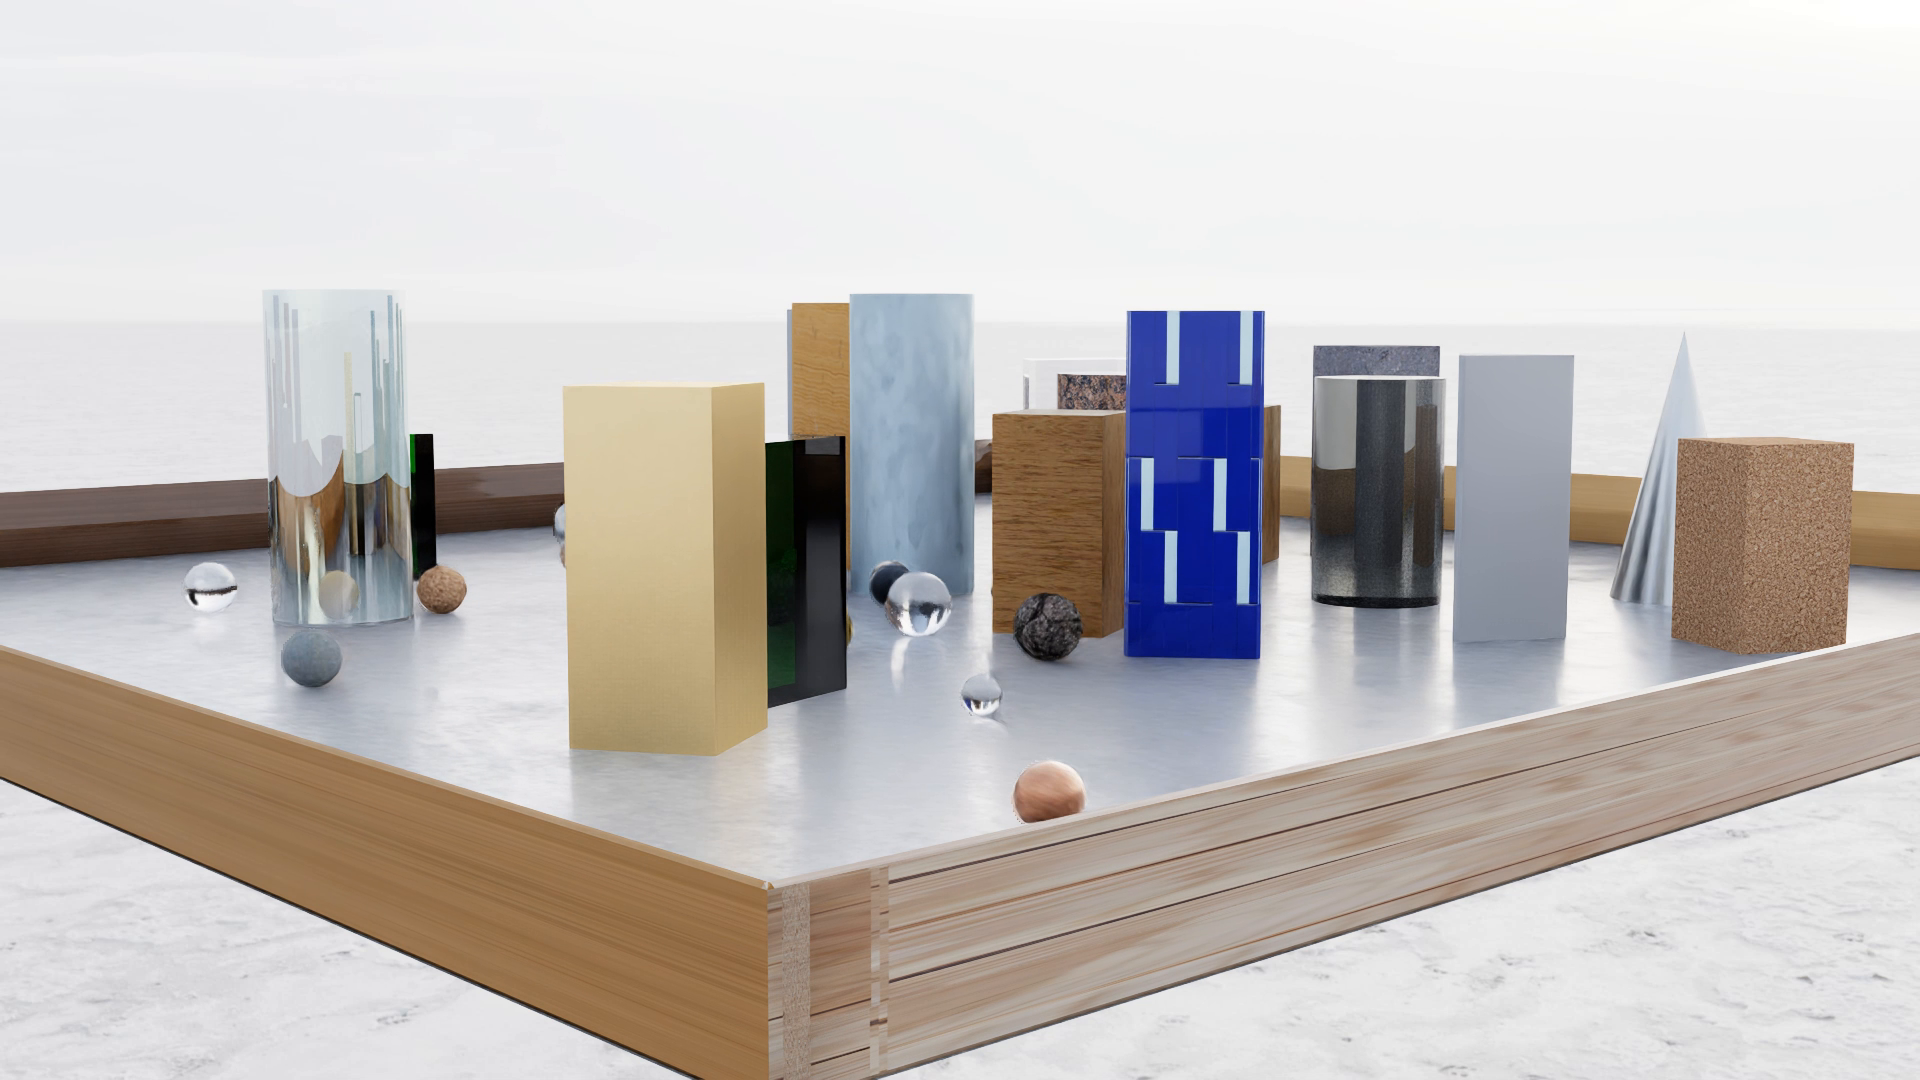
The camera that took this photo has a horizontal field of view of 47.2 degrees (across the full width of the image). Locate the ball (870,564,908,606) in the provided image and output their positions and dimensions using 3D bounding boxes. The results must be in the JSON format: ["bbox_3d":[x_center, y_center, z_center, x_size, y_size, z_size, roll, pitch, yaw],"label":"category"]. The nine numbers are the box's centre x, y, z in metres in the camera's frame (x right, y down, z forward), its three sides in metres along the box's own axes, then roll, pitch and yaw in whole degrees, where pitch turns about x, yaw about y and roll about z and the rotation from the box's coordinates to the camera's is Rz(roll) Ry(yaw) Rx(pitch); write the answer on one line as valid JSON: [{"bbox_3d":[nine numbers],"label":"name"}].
[{"bbox_3d":[-0.101,0.069,3.301,0.066,0.066,0.066,0,6,0],"label":"ball"}]

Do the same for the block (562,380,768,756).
[{"bbox_3d":[-0.302,0.023,2.280,0.158,0.369,0.158,1,6,14],"label":"block"}]

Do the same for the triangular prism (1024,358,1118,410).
[{"bbox_3d":[0.150,-0.123,3.706,0.172,0.364,0.149,-4,7,-32],"label":"triangular prism"}]

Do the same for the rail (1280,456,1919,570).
[{"bbox_3d":[1.100,-0.072,4.341,0.045,0.129,2.982,-5,8,-42],"label":"rail"}]

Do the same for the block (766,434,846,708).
[{"bbox_3d":[-0.243,0.030,2.560,0.158,0.299,0.158,4,7,32],"label":"block"}]

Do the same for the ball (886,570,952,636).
[{"bbox_3d":[-0.057,0.087,3.012,0.090,0.090,0.090,0,6,0],"label":"ball"}]

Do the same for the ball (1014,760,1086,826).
[{"bbox_3d":[0.077,0.219,1.879,0.062,0.062,0.062,0,6,0],"label":"ball"}]

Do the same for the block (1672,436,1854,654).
[{"bbox_3d":[1.070,0.003,2.938,0.158,0.272,0.158,-2,6,-15],"label":"block"}]

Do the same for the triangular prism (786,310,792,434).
[{"bbox_3d":[-0.210,-0.208,4.123,0.172,0.447,0.149,4,7,33],"label":"triangular prism"}]

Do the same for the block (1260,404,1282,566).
[{"bbox_3d":[0.472,-0.101,3.914,0.158,0.276,0.158,2,6,23],"label":"block"}]

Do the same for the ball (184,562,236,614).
[{"bbox_3d":[-1.106,0.071,3.244,0.075,0.075,0.075,0,6,0],"label":"ball"}]

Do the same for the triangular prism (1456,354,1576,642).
[{"bbox_3d":[0.728,-0.064,3.040,0.172,0.385,0.149,-2,6,-17],"label":"triangular prism"}]

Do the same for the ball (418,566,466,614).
[{"bbox_3d":[-0.764,0.073,3.245,0.071,0.071,0.071,0,6,0],"label":"ball"}]

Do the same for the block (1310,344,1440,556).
[{"bbox_3d":[0.745,-0.158,3.955,0.158,0.382,0.158,-3,7,-29],"label":"block"}]

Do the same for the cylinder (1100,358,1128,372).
[{"bbox_3d":[0.298,-0.186,4.378,0.198,0.350,0.198,0,6,0],"label":"cylinder"}]

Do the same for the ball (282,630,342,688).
[{"bbox_3d":[-0.767,0.141,2.607,0.068,0.068,0.068,0,6,0],"label":"ball"}]

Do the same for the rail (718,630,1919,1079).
[{"bbox_3d":[0.995,0.145,2.259,3.040,0.129,0.045,-5,8,-42],"label":"rail"}]

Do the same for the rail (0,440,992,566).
[{"bbox_3d":[-0.995,-0.078,4.404,3.040,0.129,0.045,-5,8,-42],"label":"rail"}]

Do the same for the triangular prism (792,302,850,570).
[{"bbox_3d":[-0.188,-0.184,3.837,0.172,0.458,0.149,1,6,13],"label":"triangular prism"}]

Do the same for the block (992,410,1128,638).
[{"bbox_3d":[0.146,-0.027,3.081,0.158,0.303,0.158,2,6,20],"label":"block"}]

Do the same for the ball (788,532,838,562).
[{"bbox_3d":[-0.243,0.027,3.631,0.082,0.082,0.082,0,6,0],"label":"ball"}]

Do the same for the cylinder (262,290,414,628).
[{"bbox_3d":[-0.895,-0.122,3.169,0.198,0.474,0.198,0,6,0],"label":"cylinder"}]

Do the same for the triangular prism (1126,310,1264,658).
[{"bbox_3d":[0.308,-0.077,2.882,0.172,0.445,0.149,1,6,7],"label":"triangular prism"}]

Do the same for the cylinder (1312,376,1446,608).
[{"bbox_3d":[0.642,-0.078,3.377,0.198,0.343,0.198,0,6,0],"label":"cylinder"}]

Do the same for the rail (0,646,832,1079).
[{"bbox_3d":[-1.100,0.139,2.323,0.045,0.129,2.982,-5,8,-42],"label":"rail"}]

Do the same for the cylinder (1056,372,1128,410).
[{"bbox_3d":[0.248,-0.085,3.423,0.198,0.348,0.198,0,6,0],"label":"cylinder"}]

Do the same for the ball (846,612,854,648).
[{"bbox_3d":[-0.173,0.116,2.824,0.072,0.072,0.072,0,6,0],"label":"ball"}]

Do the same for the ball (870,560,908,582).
[{"bbox_3d":[-0.106,0.063,3.370,0.064,0.064,0.064,0,6,0],"label":"ball"}]

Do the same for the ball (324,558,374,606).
[{"bbox_3d":[-0.926,0.063,3.329,0.072,0.072,0.072,0,6,0],"label":"ball"}]

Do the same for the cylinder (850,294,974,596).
[{"bbox_3d":[-0.076,-0.155,3.496,0.198,0.471,0.198,0,6,0],"label":"cylinder"}]

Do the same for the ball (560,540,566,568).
[{"bbox_3d":[-0.639,0.025,3.705,0.071,0.071,0.071,0,6,0],"label":"ball"}]

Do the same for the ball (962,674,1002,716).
[{"bbox_3d":[0.024,0.171,2.425,0.046,0.046,0.046,0,6,0],"label":"ball"}]

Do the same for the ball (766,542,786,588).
[{"bbox_3d":[-0.317,0.041,3.527,0.076,0.076,0.076,0,6,0],"label":"ball"}]

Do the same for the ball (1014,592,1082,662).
[{"bbox_3d":[0.112,0.111,2.800,0.087,0.087,0.087,0,6,0],"label":"ball"}]

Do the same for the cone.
[{"bbox_3d":[1.112,-0.116,3.397,0.198,0.415,0.198,0,6,0],"label":"cone"}]

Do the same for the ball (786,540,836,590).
[{"bbox_3d":[-0.239,0.039,3.523,0.080,0.080,0.080,0,6,0],"label":"ball"}]

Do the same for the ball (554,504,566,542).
[{"bbox_3d":[-0.715,-0.032,4.134,0.095,0.095,0.095,0,6,0],"label":"ball"}]

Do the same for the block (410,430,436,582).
[{"bbox_3d":[-0.976,-0.058,3.662,0.158,0.243,0.158,-4,7,-31],"label":"block"}]
